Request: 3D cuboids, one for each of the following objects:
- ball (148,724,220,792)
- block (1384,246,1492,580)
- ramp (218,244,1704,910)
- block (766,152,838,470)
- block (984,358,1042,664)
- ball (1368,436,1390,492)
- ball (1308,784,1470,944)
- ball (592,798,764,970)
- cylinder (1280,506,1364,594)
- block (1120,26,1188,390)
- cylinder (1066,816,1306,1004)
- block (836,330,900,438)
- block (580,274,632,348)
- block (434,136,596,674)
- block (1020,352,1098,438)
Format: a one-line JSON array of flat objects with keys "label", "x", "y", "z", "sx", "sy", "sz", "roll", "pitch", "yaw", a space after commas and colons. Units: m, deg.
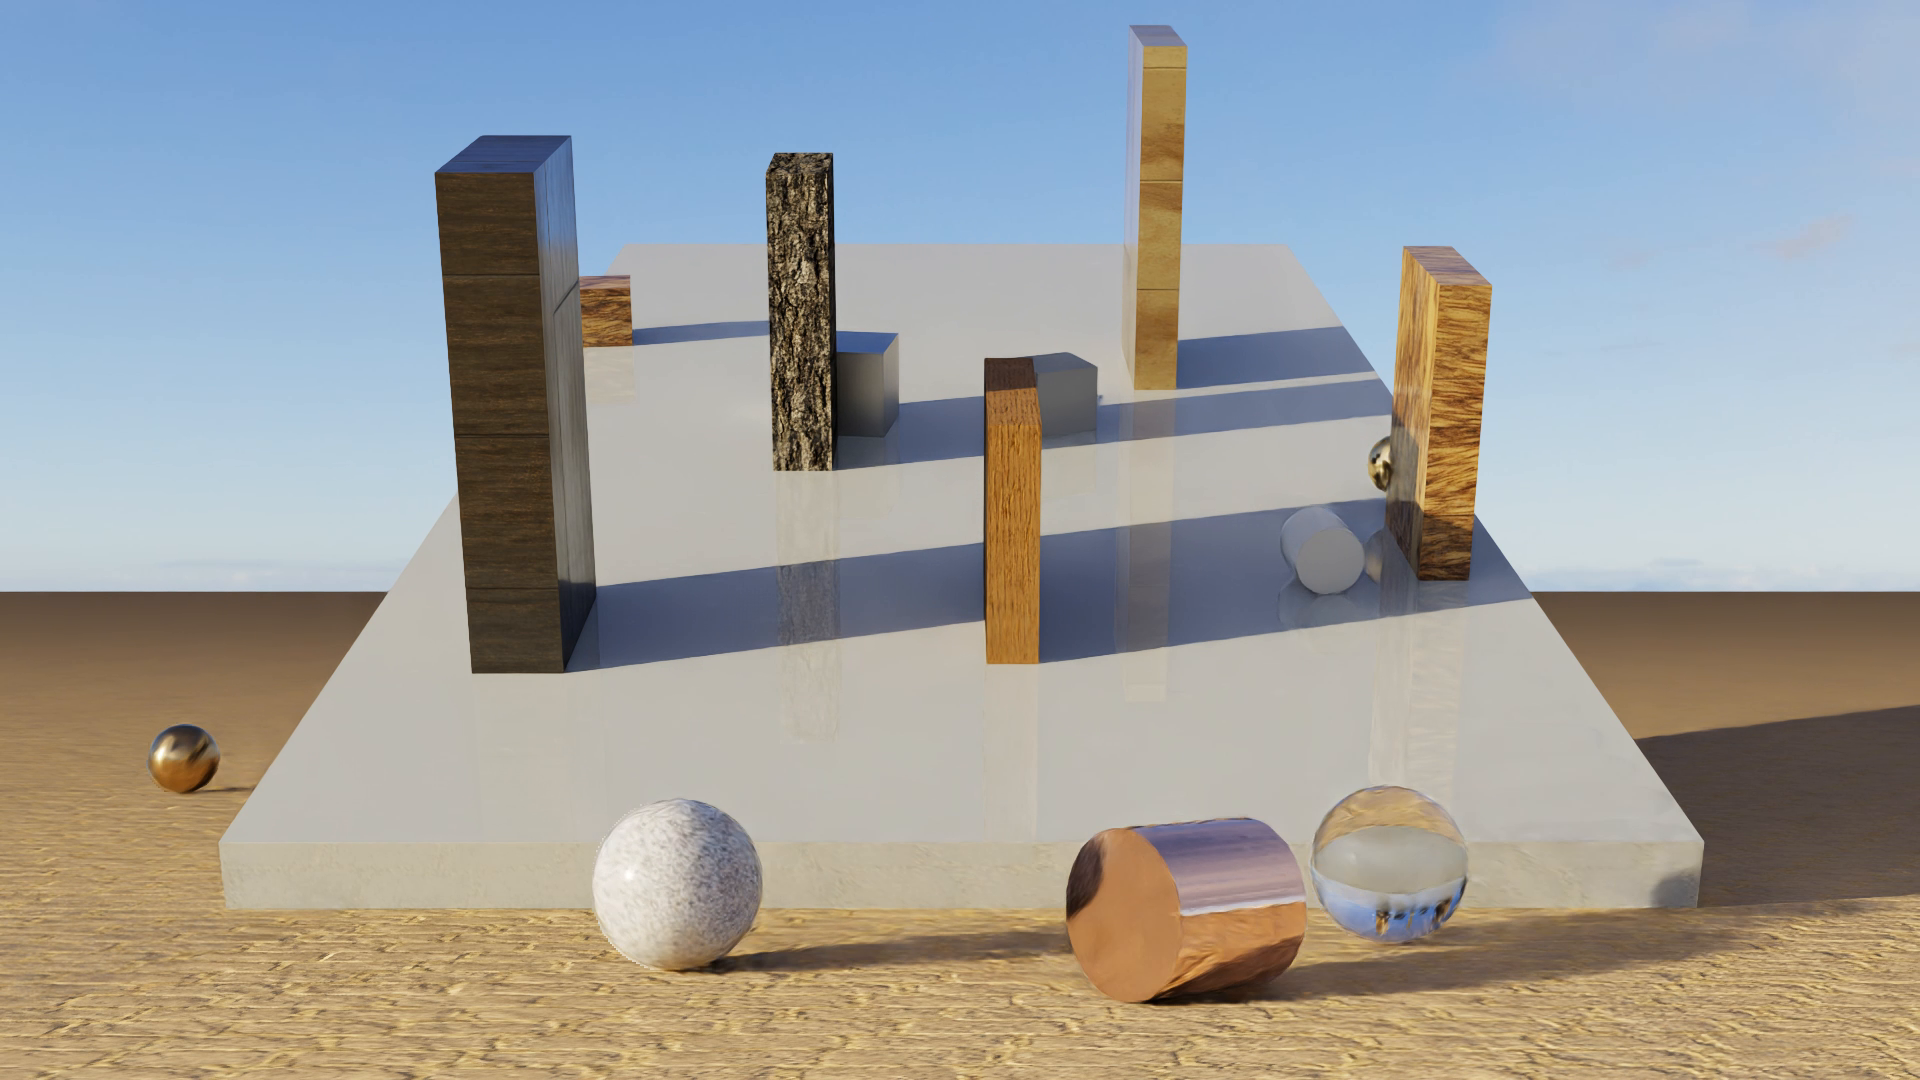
[{"label": "ball", "x": -1.646, "y": 0.463, "z": 4.777, "sx": 0.145, "sy": 0.145, "sz": 0.145, "roll": 0, "pitch": -1, "yaw": 0}, {"label": "block", "x": 0.860, "y": -0.234, "z": 4.074, "sx": 0.089, "sy": 0.535, "sz": 0.331, "roll": 0, "pitch": 19, "yaw": 0}, {"label": "ramp", "x": -0.004, "y": -0.198, "z": 4.938, "sx": 2.000, "sy": 0.100, "sz": 4.000, "roll": 0, "pitch": 19, "yaw": 0}, {"label": "block", "x": -0.323, "y": -0.472, "z": 4.643, "sx": 0.121, "sy": 0.611, "sz": 0.257, "roll": 0, "pitch": 19, "yaw": 0}, {"label": "block", "x": 0.084, "y": -0.058, "z": 3.764, "sx": 0.084, "sy": 0.401, "sz": 0.421, "roll": 0, "pitch": 19, "yaw": 0}, {"label": "ball", "x": 0.847, "y": -0.145, "z": 4.344, "sx": 0.120, "sy": 0.120, "sz": 0.120, "roll": 0, "pitch": -1, "yaw": 0}, {"label": "ball", "x": 0.527, "y": 0.399, "z": 2.770, "sx": 0.194, "sy": 0.194, "sz": 0.194, "roll": 0, "pitch": -1, "yaw": 0}, {"label": "ball", "x": -0.323, "y": 0.395, "z": 2.582, "sx": 0.195, "sy": 0.195, "sz": 0.195, "roll": 0, "pitch": -1, "yaw": 0}, {"label": "cylinder", "x": 0.638, "y": 0.018, "z": 3.975, "sx": 0.122, "sy": 0.122, "sz": 0.122, "roll": 0, "pitch": 19, "yaw": -7}, {"label": "block", "x": 0.452, "y": -0.788, "z": 5.296, "sx": 0.097, "sy": 0.784, "sz": 0.425, "roll": 0, "pitch": 19, "yaw": 0}, {"label": "cylinder", "x": 0.244, "y": 0.397, "z": 2.434, "sx": 0.184, "sy": 0.184, "sz": 0.184, "roll": 1, "pitch": -1, "yaw": -38}, {"label": "block", "x": -0.241, "y": -0.343, "z": 4.919, "sx": 0.186, "sy": 0.186, "sz": 0.186, "roll": 3, "pitch": 19, "yaw": 8}, {"label": "block", "x": -0.898, "y": -0.574, "z": 5.646, "sx": 0.148, "sy": 0.148, "sz": 0.148, "roll": -2, "pitch": 19, "yaw": -7}, {"label": "block", "x": -0.705, "y": -0.223, "z": 3.627, "sx": 0.146, "sy": 0.800, "sz": 0.354, "roll": 0, "pitch": 19, "yaw": 0}, {"label": "block", "x": 0.203, "y": -0.318, "z": 4.915, "sx": 0.143, "sy": 0.143, "sz": 0.143, "roll": -8, "pitch": 21, "yaw": -22}]
